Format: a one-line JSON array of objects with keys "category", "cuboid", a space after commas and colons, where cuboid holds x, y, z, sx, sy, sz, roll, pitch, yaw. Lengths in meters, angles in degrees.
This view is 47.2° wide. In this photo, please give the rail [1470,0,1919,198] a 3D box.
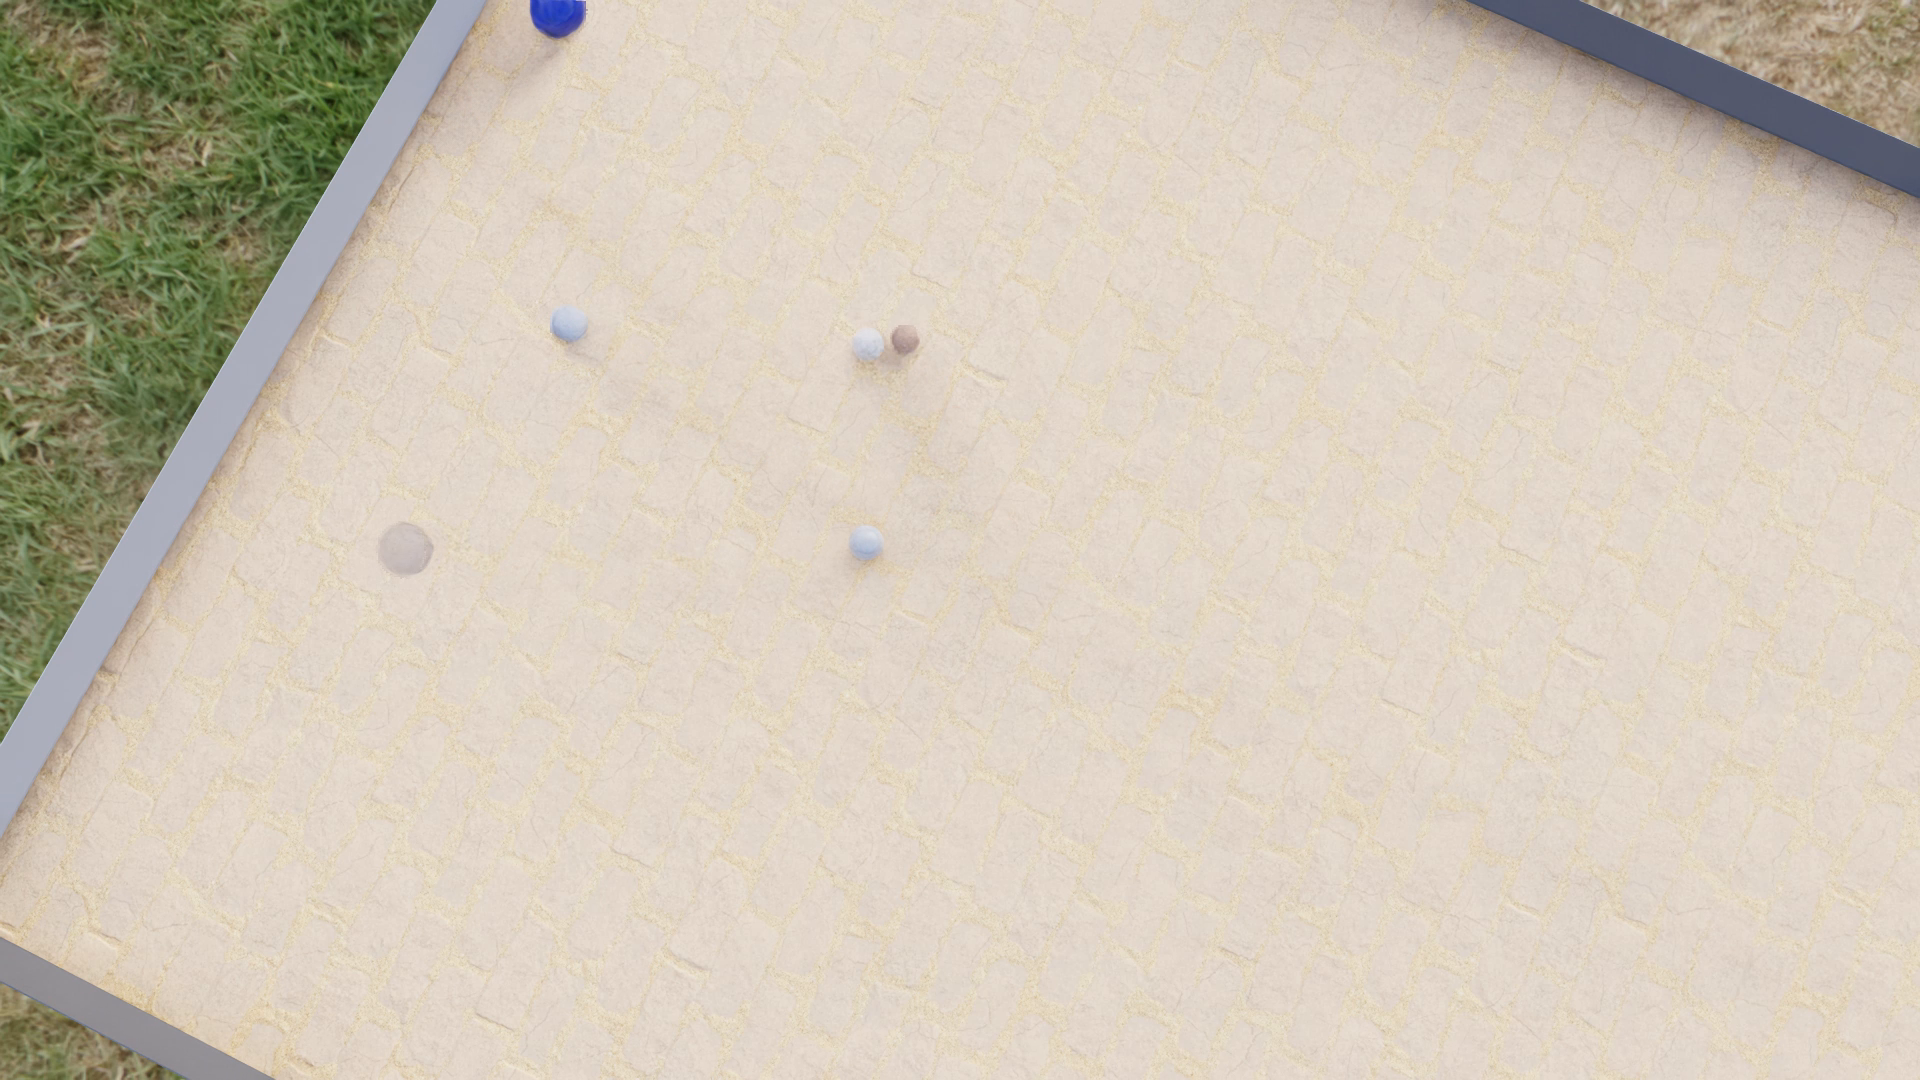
[{"category": "rail", "cuboid": [1.499, -0.552, 3.420, 4.411, 0.114, 0.045, 25, 78, 6]}]

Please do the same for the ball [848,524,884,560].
[{"category": "ball", "cuboid": [-0.142, 0.004, 3.325, 0.053, 0.053, 0.053, 0, 77, 0]}]

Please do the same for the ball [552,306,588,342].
[{"category": "ball", "cuboid": [-0.604, -0.335, 3.401, 0.056, 0.056, 0.056, 0, 77, 0]}]

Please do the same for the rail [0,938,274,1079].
[{"category": "rail", "cuboid": [0.484, 1.480, 2.956, 4.411, 0.114, 0.045, 25, 78, 6]}]

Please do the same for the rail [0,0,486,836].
[{"category": "rail", "cuboid": [-0.970, -0.467, 3.401, 0.045, 0.114, 2.366, 25, 78, 6]}]

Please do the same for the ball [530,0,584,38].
[{"category": "ball", "cuboid": [-0.641, -0.844, 3.501, 0.087, 0.087, 0.087, 0, 77, 0]}]

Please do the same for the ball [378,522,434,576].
[{"category": "ball", "cuboid": [-0.833, 0.014, 3.309, 0.080, 0.080, 0.080, 0, 77, 0]}]

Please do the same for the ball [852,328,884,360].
[{"category": "ball", "cuboid": [-0.142, -0.301, 3.397, 0.049, 0.049, 0.049, 0, 77, 0]}]

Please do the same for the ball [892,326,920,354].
[{"category": "ball", "cuboid": [-0.084, -0.309, 3.402, 0.043, 0.043, 0.043, 0, 77, 0]}]
